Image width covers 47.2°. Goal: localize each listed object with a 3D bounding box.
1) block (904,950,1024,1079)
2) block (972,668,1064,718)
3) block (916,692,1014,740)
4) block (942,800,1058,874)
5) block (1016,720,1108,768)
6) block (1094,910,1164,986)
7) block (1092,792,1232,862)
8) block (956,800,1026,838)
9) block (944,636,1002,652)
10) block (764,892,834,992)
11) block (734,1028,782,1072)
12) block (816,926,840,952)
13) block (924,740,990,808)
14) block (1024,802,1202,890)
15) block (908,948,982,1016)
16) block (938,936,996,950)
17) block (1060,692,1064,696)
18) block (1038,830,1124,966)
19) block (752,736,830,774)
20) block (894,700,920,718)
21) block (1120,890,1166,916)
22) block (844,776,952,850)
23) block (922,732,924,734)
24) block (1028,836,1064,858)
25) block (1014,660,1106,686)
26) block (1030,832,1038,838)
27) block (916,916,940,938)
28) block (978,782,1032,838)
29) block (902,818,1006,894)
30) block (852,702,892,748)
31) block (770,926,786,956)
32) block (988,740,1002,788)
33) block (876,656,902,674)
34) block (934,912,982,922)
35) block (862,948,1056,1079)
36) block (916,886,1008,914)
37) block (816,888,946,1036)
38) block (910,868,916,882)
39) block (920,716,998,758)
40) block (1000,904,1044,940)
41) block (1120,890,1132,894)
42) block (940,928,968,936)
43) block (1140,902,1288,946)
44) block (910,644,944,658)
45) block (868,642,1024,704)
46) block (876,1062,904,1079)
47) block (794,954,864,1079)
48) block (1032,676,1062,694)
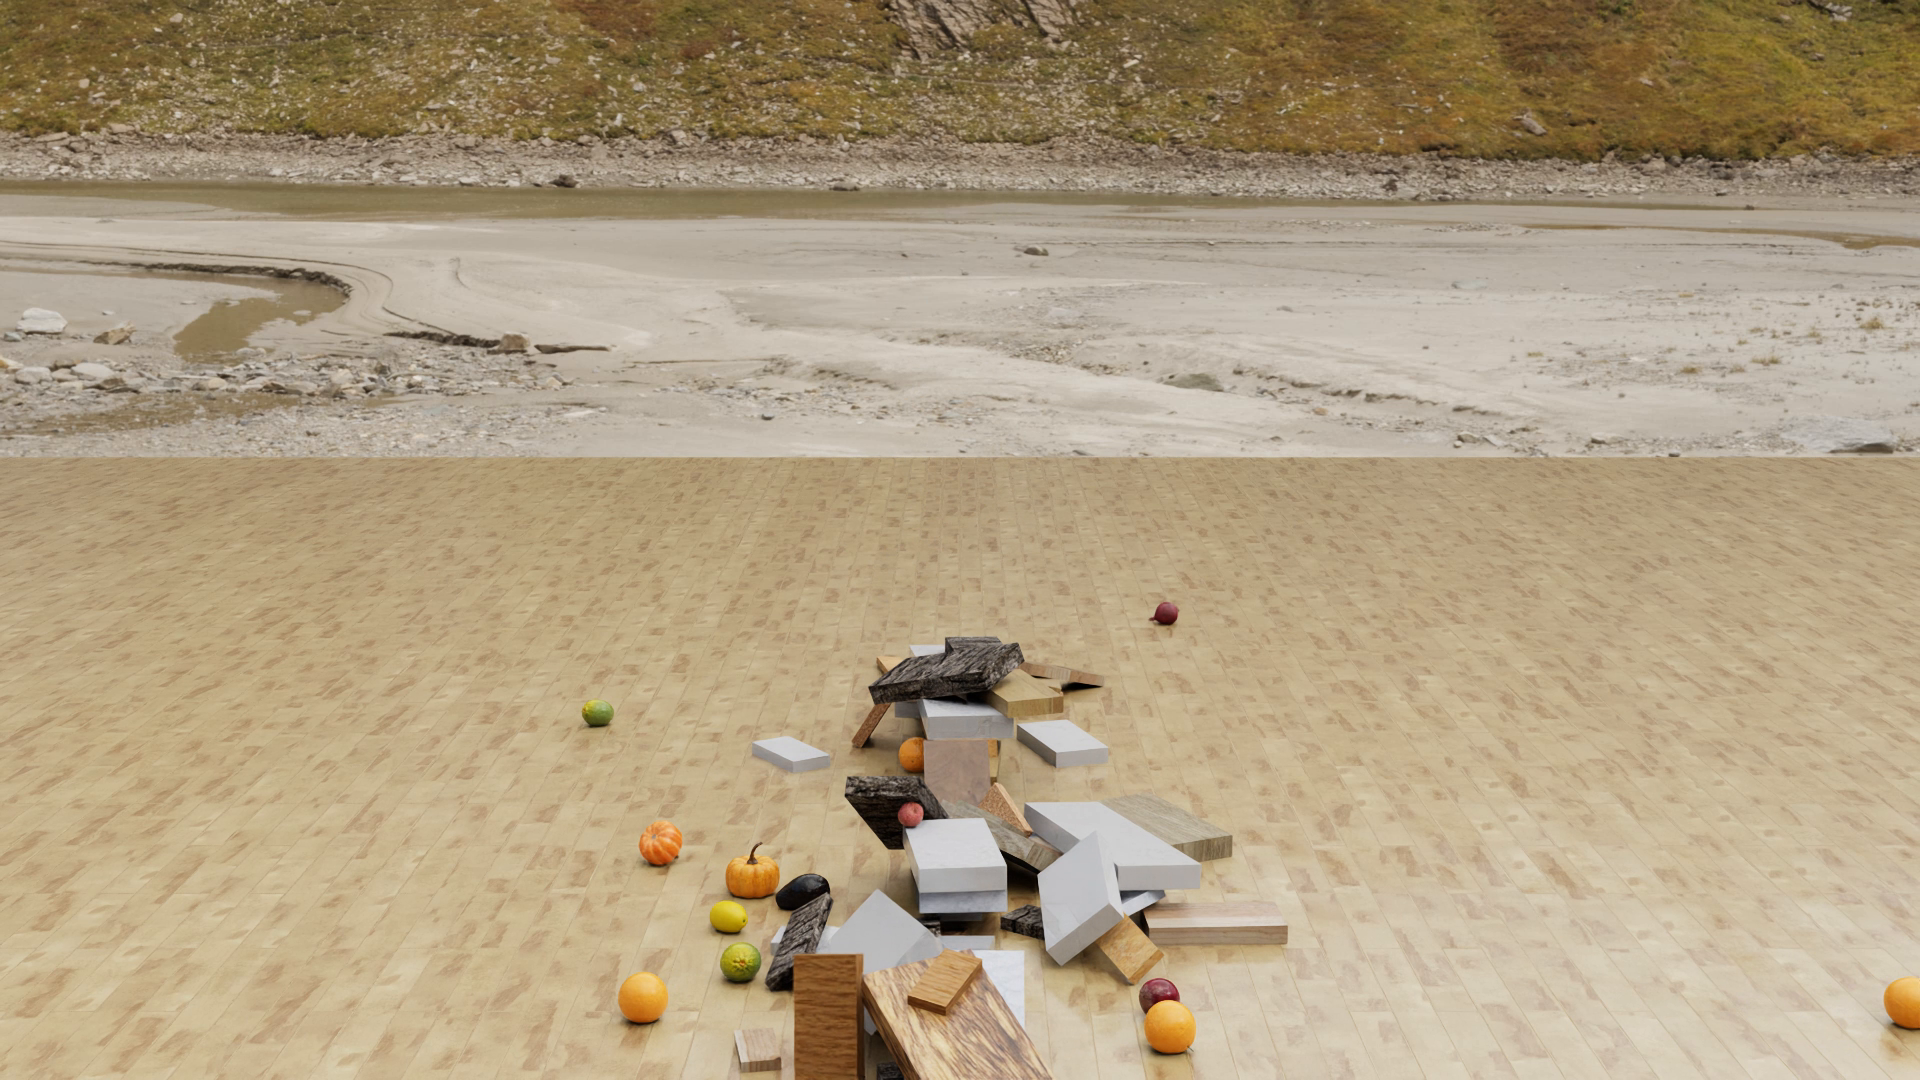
[{"bbox_3d":[0.009,0.638,2.946,0.154,0.044,0.308,0,15,1],"label":"block"},{"bbox_3d":[0.105,0.296,4.268,0.113,0.032,0.226,-4,12,-20],"label":"block"},{"bbox_3d":[0.005,0.325,4.329,0.163,0.046,0.327,-1,11,-5],"label":"block"},{"bbox_3d":[0.077,0.518,3.748,0.124,0.035,0.248,38,-13,-38],"label":"block"},{"bbox_3d":[0.209,0.417,4.514,0.113,0.032,0.226,-4,11,-19],"label":"block"},{"bbox_3d":[0.244,0.607,3.344,0.063,0.018,0.170,-45,31,-2],"label":"block"},{"bbox_3d":[0.352,0.518,3.946,0.141,0.040,0.282,-5,12,-26],"label":"block"},{"bbox_3d":[0.053,0.490,3.835,0.064,0.018,0.128,37,-12,-37],"label":"block"},{"bbox_3d":[0.036,0.238,4.648,0.113,0.032,0.226,0,7,-6],"label":"block"},{"bbox_3d":[-0.243,0.608,3.341,0.068,0.019,0.216,-32,12,16],"label":"block"},{"bbox_3d":[-0.279,0.702,3.026,0.054,0.015,0.109,-2,11,-11],"label":"block"},{"bbox_3d":[-0.167,0.624,3.354,0.136,0.019,0.068,6,30,16],"label":"block"},{"bbox_3d":[-0.004,0.458,3.995,0.120,0.034,0.239,0,38,-2],"label":"block"},{"bbox_3d":[0.249,0.513,3.717,0.141,0.040,0.484,2,5,-16],"label":"block"},{"bbox_3d":[-0.019,0.572,2.847,0.054,0.015,0.109,12,29,23],"label":"block"},{"bbox_3d":[0.004,0.598,3.205,0.085,0.024,0.169,-1,-4,4],"label":"block"},{"bbox_3d":[0.181,0.356,4.885,0.057,0.016,0.114,5,12,24],"label":"block"},{"bbox_3d":[0.186,0.556,3.436,0.124,0.035,0.247,-39,15,11],"label":"block"},{"bbox_3d":[-0.342,0.433,4.447,0.086,0.024,0.171,-7,13,-33],"label":"block"},{"bbox_3d":[-0.028,0.322,4.660,0.163,0.046,0.360,2,7,8],"label":"block"},{"bbox_3d":[0.258,0.580,3.489,0.073,0.021,0.146,-19,-4,35],"label":"block"},{"bbox_3d":[-0.094,0.455,3.655,0.124,0.035,0.247,-2,-28,16],"label":"block"},{"bbox_3d":[0.051,0.351,4.752,0.085,0.024,0.654,7,8,14],"label":"block"},{"bbox_3d":[0.173,0.538,3.803,0.063,0.018,0.126,-8,13,-33],"label":"block"},{"bbox_3d":[0.219,0.300,4.994,0.234,0.024,0.085,12,0,-41],"label":"block"},{"bbox_3d":[0.176,0.540,3.891,0.128,0.018,0.064,9,14,40],"label":"block"},{"bbox_3d":[-0.065,0.593,3.362,0.070,0.020,0.139,-3,-5,-1],"label":"block"},{"bbox_3d":[0.077,0.494,3.872,0.018,0.064,0.128,18,24,-39],"label":"block"},{"bbox_3d":[-0.011,0.495,3.469,0.134,0.038,0.268,-1,9,-7],"label":"block"},{"bbox_3d":[-0.162,0.346,4.555,0.024,0.171,0.086,34,14,2],"label":"block"},{"bbox_3d":[-0.214,0.626,3.418,0.148,0.021,0.073,2,11,8],"label":"block"},{"bbox_3d":[0.014,0.430,4.176,0.120,0.034,0.239,1,11,3],"label":"block"},{"bbox_3d":[-0.095,0.344,4.861,0.057,0.016,0.792,3,8,-12],"label":"block"},{"bbox_3d":[-0.003,0.592,3.504,0.070,0.020,0.140,0,-5,-3],"label":"block"},{"bbox_3d":[-0.001,0.639,2.779,0.154,0.044,0.308,-10,28,-19],"label":"block"},{"bbox_3d":[-0.001,0.562,3.492,0.134,0.038,0.268,-1,-5,-3],"label":"block"},{"bbox_3d":[-0.121,0.593,3.122,0.154,0.044,0.342,-46,10,-9],"label":"block"},{"bbox_3d":[-0.012,0.538,3.651,0.134,0.038,0.268,-1,-5,-3],"label":"block"},{"bbox_3d":[-0.004,0.375,4.282,0.120,0.034,0.239,-1,11,-7],"label":"block"},{"bbox_3d":[0.145,0.613,3.490,0.146,0.021,0.073,8,13,36],"label":"block"},{"bbox_3d":[0.219,0.576,3.564,0.126,0.018,0.063,-15,-3,-21],"label":"block"},{"bbox_3d":[-0.027,0.612,3.372,0.070,0.020,0.140,-4,-5,5],"label":"block"},{"bbox_3d":[0.401,0.608,3.486,0.218,0.031,0.109,-1,11,-3],"label":"block"},{"bbox_3d":[-0.012,0.273,4.682,0.163,0.046,0.327,0,7,-7],"label":"block"},{"bbox_3d":[-0.028,0.263,4.324,0.282,0.040,0.141,-10,15,37],"label":"block"},{"bbox_3d":[0.032,0.777,2.513,0.109,0.031,0.786,-3,12,-13],"label":"block"},{"bbox_3d":[-0.172,0.637,2.898,0.090,0.179,0.025,-4,-8,19],"label":"block"},{"bbox_3d":[0.136,0.315,4.890,0.171,0.024,0.085,12,10,-4],"label":"block"}]
